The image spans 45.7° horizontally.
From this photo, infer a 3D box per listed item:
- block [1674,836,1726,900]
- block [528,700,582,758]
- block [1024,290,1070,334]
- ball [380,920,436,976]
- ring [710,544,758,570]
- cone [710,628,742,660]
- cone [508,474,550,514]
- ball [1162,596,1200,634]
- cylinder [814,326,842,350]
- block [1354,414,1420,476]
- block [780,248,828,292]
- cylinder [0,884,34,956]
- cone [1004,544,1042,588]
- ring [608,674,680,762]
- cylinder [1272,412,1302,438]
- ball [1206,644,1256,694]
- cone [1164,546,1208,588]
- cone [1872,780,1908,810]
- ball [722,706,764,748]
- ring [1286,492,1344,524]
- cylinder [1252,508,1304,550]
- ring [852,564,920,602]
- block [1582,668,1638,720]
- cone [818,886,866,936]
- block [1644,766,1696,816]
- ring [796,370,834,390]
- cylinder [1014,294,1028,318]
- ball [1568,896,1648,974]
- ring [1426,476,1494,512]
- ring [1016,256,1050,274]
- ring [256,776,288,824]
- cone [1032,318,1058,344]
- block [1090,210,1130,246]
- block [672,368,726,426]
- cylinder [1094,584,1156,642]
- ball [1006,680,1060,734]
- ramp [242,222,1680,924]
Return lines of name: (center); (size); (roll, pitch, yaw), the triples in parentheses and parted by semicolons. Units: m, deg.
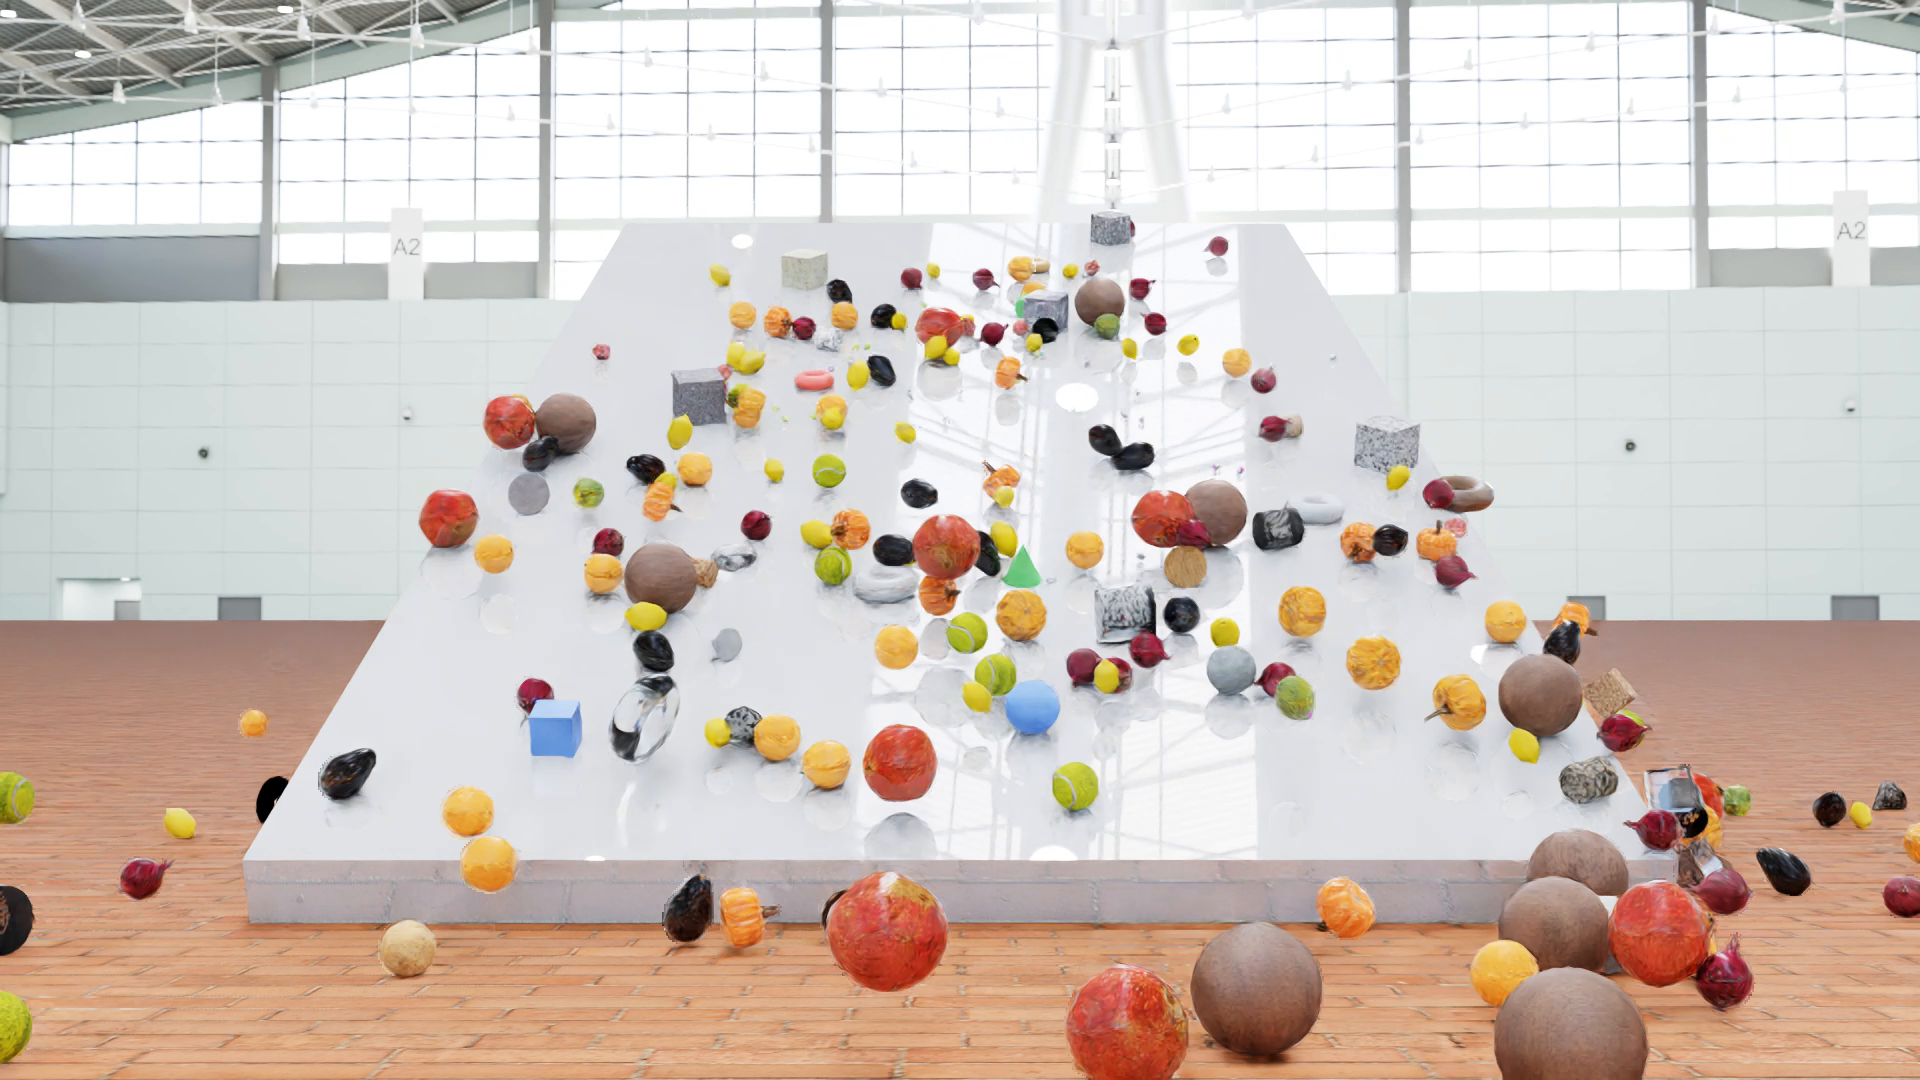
block: (1.102, 0.495, 3.438); (0.064, 0.064, 0.064); (-10, -21, -47)
block: (-0.619, 0.288, 3.487); (0.066, 0.066, 0.066); (1, 21, 2)
block: (0.218, -0.576, 5.758); (0.089, 0.089, 0.089); (9, 22, 22)
ball: (-0.663, 0.491, 2.734); (0.066, 0.066, 0.066); (0, -2, 0)
ring: (-0.419, 0.032, 4.222); (0.088, 0.029, 0.088); (-3, 23, 1)
cone: (-0.405, 0.173, 3.827); (0.055, 0.055, 0.055); (2, 1, -42)
cone: (-0.850, -0.086, 4.522); (0.083, 0.083, 0.083); (0, -6, -1)
ball: (0.381, 0.128, 3.917); (0.066, 0.066, 0.066); (0, -2, 0)
cylinder: (-0.323, -0.494, 5.582); (0.054, 0.054, 0.054); (7, 0, 16)
block: (0.892, -0.200, 4.753); (0.094, 0.094, 0.094); (-18, 27, -39)
block: (-0.421, -0.732, 6.168); (0.091, 0.091, 0.091); (12, 24, 29)
cylinder: (-1.252, 0.484, 2.912); (0.090, 0.090, 0.090); (-2, -2, 36)
cone: (0.114, 0.040, 4.142); (0.072, 0.072, 0.072); (0, 21, 0)
ring: (-0.471, 0.266, 3.394); (0.048, 0.145, 0.145); (25, 8, 21)
cylinder: (0.711, -0.249, 4.943); (0.051, 0.051, 0.051); (-5, -1, -12)
ball: (0.439, 0.210, 3.679); (0.080, 0.080, 0.080); (0, -2, 0)
cone: (0.414, 0.053, 4.162); (0.079, 0.079, 0.079); (0, -6, 9)
cone: (2.039, 0.582, 5.030); (0.073, 0.073, 0.073); (-28, 9, -21)
ball: (-0.332, 0.288, 3.491); (0.065, 0.065, 0.065); (0, -2, 0)
ring: (0.697, -0.063, 4.468); (0.116, 0.039, 0.116); (0, 19, 0)
cylinder: (0.601, -0.021, 4.306); (0.072, 0.072, 0.072); (-8, 1, -19)
ring: (-0.134, 0.077, 4.089); (0.121, 0.040, 0.121); (-1, 21, 0)
block: (1.070, 0.253, 3.746); (0.059, 0.059, 0.059); (-42, -17, 20)
cone: (-0.171, 0.495, 3.037); (0.067, 0.067, 0.067); (1, -8, -36)
block: (1.019, 0.360, 3.265); (0.059, 0.059, 0.059); (-8, -14, 10)
ring: (-0.337, -0.372, 5.297); (0.093, 0.031, 0.093); (0, 19, 0)
cylinder: (0.168, -0.604, 5.885); (0.051, 0.051, 0.051); (0, 21, 4)
ball: (0.784, 0.478, 2.758); (0.093, 0.093, 0.093); (0, -2, 0)
ring: (0.998, -0.092, 4.538); (0.134, 0.045, 0.134); (1, 22, 0)
ring: (0.206, -0.767, 6.349); (0.095, 0.032, 0.095); (1, 20, 0)
ring: (-1.385, 0.531, 4.604); (0.107, 0.107, 0.036); (-2, -7, 41)
cone: (0.209, -0.517, 5.684); (0.067, 0.067, 0.067); (0, -6, -4)
block: (0.440, -0.913, 6.664); (0.082, 0.082, 0.082); (-15, 25, -34)
block: (-0.581, -0.317, 5.050); (0.100, 0.100, 0.100); (-6, 21, -16)
cylinder: (0.281, 0.126, 3.881); (0.092, 0.092, 0.092); (-4, -1, -6)
ball: (0.113, 0.260, 3.539); (0.085, 0.085, 0.085); (0, -2, 0)
ramp: (-0.005, -0.212, 5.056); (2.000, 0.100, 4.000); (0, 21, 0)
